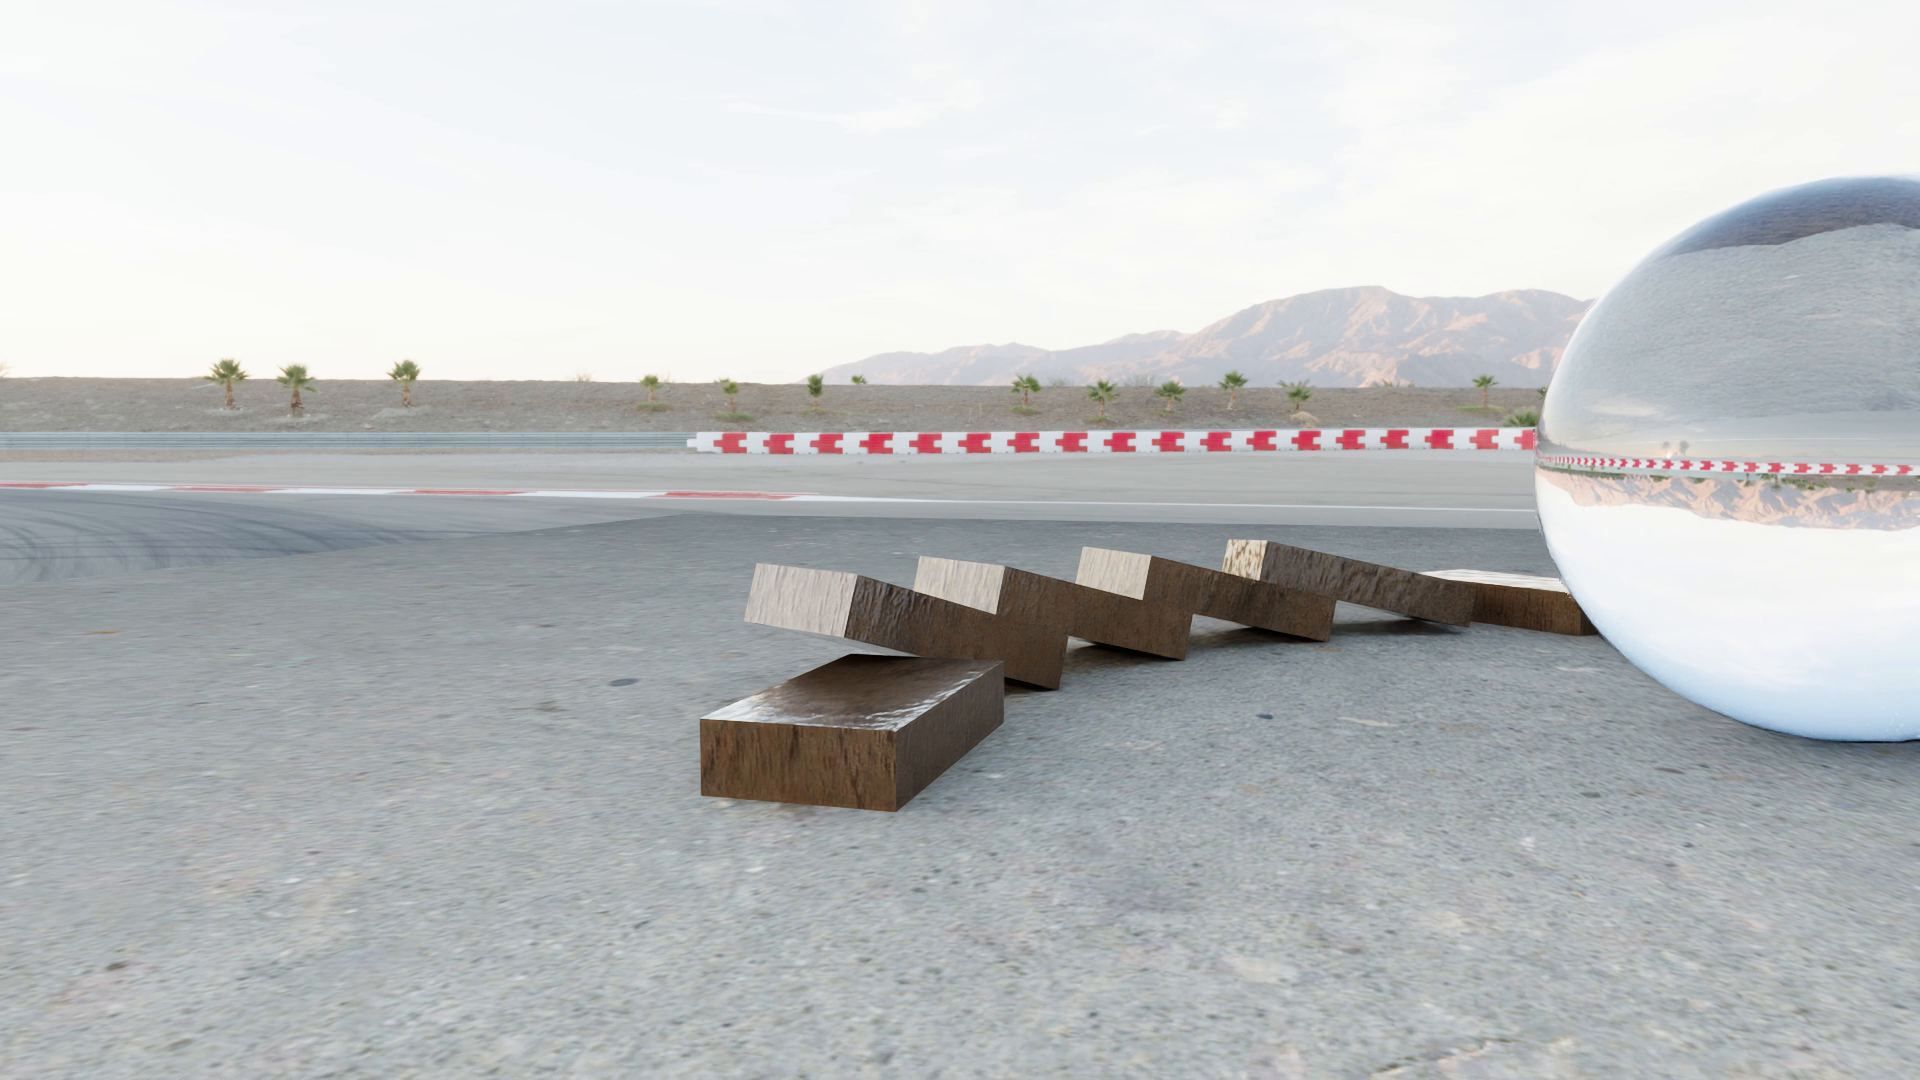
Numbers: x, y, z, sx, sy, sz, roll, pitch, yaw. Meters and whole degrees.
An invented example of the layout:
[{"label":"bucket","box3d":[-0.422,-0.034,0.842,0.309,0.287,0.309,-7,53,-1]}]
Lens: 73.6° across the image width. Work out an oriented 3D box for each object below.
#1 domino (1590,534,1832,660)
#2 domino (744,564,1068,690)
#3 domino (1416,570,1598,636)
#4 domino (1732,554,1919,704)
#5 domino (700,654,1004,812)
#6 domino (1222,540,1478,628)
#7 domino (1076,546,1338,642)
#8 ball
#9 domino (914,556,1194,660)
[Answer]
[{"label":"domino","box3d":[0.163,0.011,0.276,0.025,0.010,0.050,-1,18,-7]},{"label":"domino","box3d":[-0.008,0.015,0.214,0.025,0.009,0.050,4,-11,45]},{"label":"domino","box3d":[0.135,0.015,0.311,0.025,0.010,0.050,-3,5,-31]},{"label":"domino","box3d":[0.168,0.015,0.233,0.025,0.009,0.050,0,17,-1]},{"label":"domino","box3d":[-0.012,0.025,0.175,0.025,0.009,0.050,1,4,16]},{"label":"domino","box3d":[0.089,0.010,0.296,0.050,0.009,0.025,12,-1,-7]},{"label":"domino","box3d":[0.053,0.012,0.276,0.050,0.009,0.025,12,-2,-27]},{"label":"ball","box3d":[0.126,-0.011,0.184,0.080,0.080,0.080,0,4,0]},{"label":"domino","box3d":[0.018,0.013,0.247,0.050,0.009,0.025,14,-6,-38]}]
